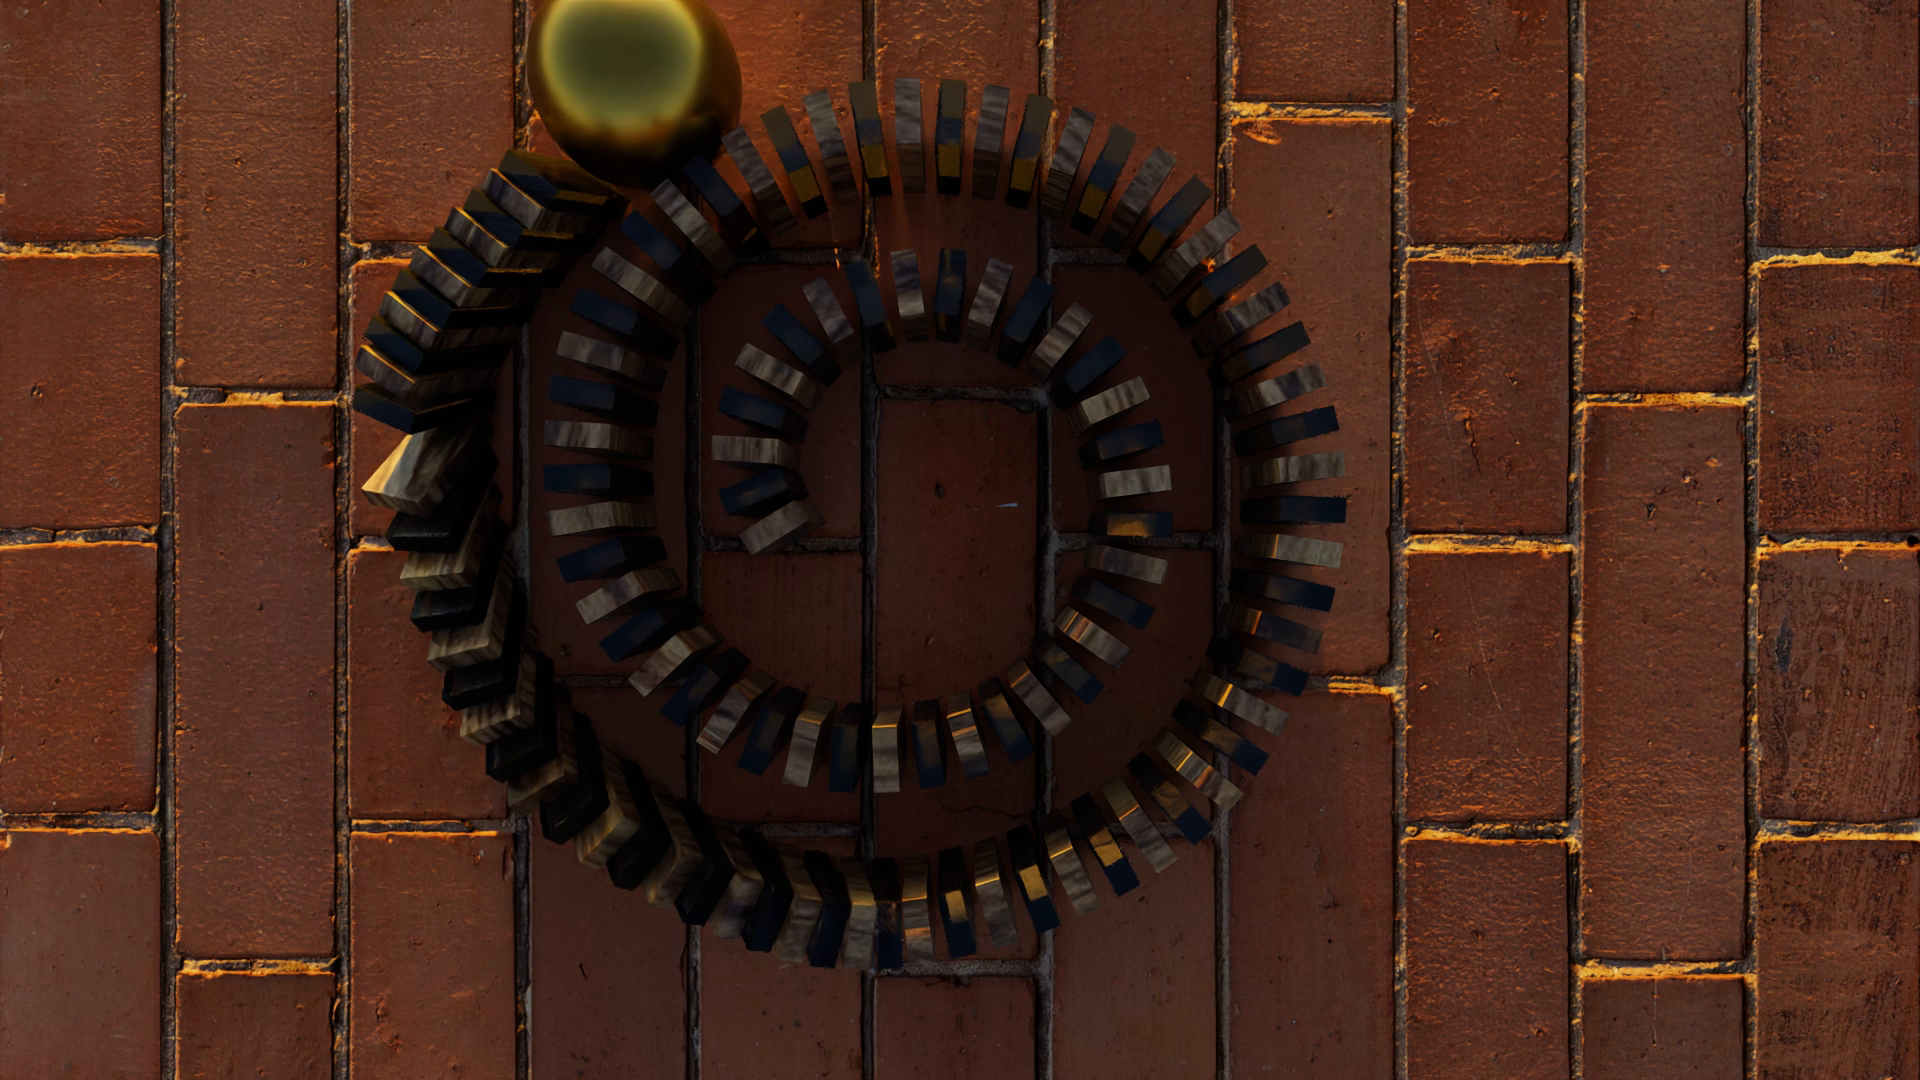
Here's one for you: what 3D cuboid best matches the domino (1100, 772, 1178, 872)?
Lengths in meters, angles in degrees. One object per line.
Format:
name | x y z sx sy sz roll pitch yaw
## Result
domino | 0.072 0.114 0.375 0.009 0.050 0.025 -36 90 0

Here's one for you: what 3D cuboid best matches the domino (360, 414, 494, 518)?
domino | -0.219 -0.033 0.380 0.025 0.010 0.050 12 52 6

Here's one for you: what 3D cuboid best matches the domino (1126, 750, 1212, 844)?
domino | 0.085 0.104 0.375 0.010 0.050 0.025 -42 90 0

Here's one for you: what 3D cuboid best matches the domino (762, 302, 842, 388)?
domino | -0.063 -0.078 0.375 0.025 0.050 0.009 44 90 0

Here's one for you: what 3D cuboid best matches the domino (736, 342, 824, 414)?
domino | -0.073 -0.065 0.375 0.025 0.050 0.010 29 90 0

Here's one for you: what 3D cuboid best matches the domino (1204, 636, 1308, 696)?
domino | 0.120 0.051 0.375 0.025 0.050 0.010 23 90 0

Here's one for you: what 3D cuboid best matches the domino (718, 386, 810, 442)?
domino | -0.079 -0.050 0.375 0.025 0.050 0.009 17 90 0

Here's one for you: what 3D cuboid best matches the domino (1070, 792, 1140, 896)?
domino | 0.058 0.123 0.375 0.009 0.050 0.025 -30 90 0

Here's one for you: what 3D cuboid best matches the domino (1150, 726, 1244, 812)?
domino | 0.096 0.093 0.375 0.025 0.050 0.009 39 90 0

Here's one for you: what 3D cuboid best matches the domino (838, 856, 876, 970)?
domino | -0.044 0.151 0.375 0.010 0.050 0.025 7 90 -13

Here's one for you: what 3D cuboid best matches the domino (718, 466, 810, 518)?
domino | -0.079 -0.019 0.375 0.025 0.050 0.009 -23 90 0

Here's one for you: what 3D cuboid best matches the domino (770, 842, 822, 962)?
domino | -0.071 0.147 0.375 0.009 0.050 0.025 20 90 -25

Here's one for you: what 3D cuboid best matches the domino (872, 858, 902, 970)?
domino | -0.030 0.151 0.375 0.009 0.050 0.025 0 90 -8

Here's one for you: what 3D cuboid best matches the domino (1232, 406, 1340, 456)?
domino | 0.132 -0.044 0.375 0.025 0.050 0.009 -14 90 0

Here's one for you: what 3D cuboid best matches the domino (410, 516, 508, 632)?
domino | -0.207 0.013 0.381 0.025 0.010 0.050 -8 51 0

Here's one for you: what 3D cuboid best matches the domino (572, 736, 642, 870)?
domino | -0.150 0.107 0.379 0.025 0.050 0.010 -45 135 0

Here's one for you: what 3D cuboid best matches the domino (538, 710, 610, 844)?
domino | -0.162 0.097 0.379 0.025 0.010 0.050 -38 46 0

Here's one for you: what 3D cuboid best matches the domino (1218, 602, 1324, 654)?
domino | 0.126 0.036 0.375 0.025 0.050 0.010 18 90 0

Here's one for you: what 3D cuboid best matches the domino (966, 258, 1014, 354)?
domino | 0.012 -0.095 0.375 0.010 0.050 0.025 21 90 0

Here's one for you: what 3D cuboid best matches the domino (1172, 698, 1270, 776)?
domino | 0.105 0.079 0.375 0.025 0.050 0.009 33 90 0

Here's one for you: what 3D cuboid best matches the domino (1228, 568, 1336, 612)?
domino | 0.130 0.020 0.375 0.025 0.050 0.009 14 90 0

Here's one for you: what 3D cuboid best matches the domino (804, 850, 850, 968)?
domino | -0.057 0.150 0.375 0.009 0.050 0.025 14 90 -19

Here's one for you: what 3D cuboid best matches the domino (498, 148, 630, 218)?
domino | -0.160 -0.145 0.375 0.025 0.050 0.009 38 110 0

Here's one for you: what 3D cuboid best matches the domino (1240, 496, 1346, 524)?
domino | 0.135 -0.012 0.375 0.025 0.050 0.009 2 90 0

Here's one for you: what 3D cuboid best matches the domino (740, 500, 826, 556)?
domino | -0.071 -0.005 0.375 0.025 0.050 0.009 -32 90 0

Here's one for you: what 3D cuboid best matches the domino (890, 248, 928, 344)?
domino | -0.020 -0.098 0.375 0.010 0.050 0.025 -8 90 0

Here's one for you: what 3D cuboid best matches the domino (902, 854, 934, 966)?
domino | -0.017 0.150 0.375 0.010 0.050 0.025 -7 90 -2

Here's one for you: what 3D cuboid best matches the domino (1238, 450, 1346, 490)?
domino | 0.135 -0.028 0.375 0.025 0.050 0.009 -6 90 0

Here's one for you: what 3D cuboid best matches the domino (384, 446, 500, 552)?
domino | -0.214 -0.018 0.380 0.025 0.010 0.050 1 51 1

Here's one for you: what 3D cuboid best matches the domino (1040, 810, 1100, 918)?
domino | 0.044 0.131 0.375 0.009 0.050 0.025 -26 90 0

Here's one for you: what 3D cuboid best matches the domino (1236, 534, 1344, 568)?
domino | 0.133 0.004 0.375 0.025 0.050 0.009 9 90 0

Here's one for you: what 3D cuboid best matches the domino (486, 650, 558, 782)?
domino | -0.182 0.072 0.380 0.025 0.010 0.050 -26 48 0

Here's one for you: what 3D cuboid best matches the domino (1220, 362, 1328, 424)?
domino | 0.127 -0.059 0.375 0.025 0.050 0.009 -20 90 0

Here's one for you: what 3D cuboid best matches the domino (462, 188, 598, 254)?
domino | -0.174 -0.130 0.375 0.025 0.050 0.010 38 110 0

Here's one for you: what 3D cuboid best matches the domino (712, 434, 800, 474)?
domino | -0.082 -0.035 0.375 0.025 0.050 0.009 4 90 0

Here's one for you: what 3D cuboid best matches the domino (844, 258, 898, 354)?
domino | -0.036 -0.095 0.375 0.009 0.050 0.025 -19 90 0

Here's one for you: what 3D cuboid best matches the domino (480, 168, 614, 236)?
domino | -0.167 -0.137 0.375 0.025 0.050 0.010 38 110 0

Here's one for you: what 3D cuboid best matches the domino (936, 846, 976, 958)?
domino | -0.001 0.147 0.375 0.009 0.050 0.025 -13 90 0

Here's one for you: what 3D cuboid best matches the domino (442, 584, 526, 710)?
domino | -0.197 0.044 0.380 0.025 0.010 0.050 -17 50 0

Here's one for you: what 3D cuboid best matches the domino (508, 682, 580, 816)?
domino | -0.173 0.085 0.380 0.025 0.009 0.050 -30 47 0

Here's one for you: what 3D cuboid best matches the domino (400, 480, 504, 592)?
domino | -0.210 -0.002 0.381 0.025 0.010 0.050 -6 51 0

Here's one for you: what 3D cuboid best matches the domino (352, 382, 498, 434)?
domino | -0.217 -0.058 0.375 0.025 0.050 0.009 24 111 1

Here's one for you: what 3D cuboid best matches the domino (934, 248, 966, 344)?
domino | -0.004 -0.099 0.375 0.009 0.050 0.025 7 90 0

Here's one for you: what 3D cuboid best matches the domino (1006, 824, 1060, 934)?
domino | 0.029 0.137 0.375 0.009 0.050 0.025 -22 90 0

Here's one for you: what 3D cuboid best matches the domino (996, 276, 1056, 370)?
domino | 0.026 -0.088 0.375 0.009 0.050 0.025 30 90 0

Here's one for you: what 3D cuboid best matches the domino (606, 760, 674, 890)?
domino | -0.137 0.117 0.379 0.025 0.050 0.010 -51 133 0

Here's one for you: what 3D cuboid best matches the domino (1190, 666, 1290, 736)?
domino | 0.113 0.065 0.375 0.025 0.050 0.009 27 90 0

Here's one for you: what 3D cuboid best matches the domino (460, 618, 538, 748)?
domino | -0.190 0.058 0.380 0.025 0.009 0.050 -20 49 0

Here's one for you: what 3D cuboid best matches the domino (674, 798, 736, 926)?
domino | -0.111 0.132 0.377 0.009 0.050 0.025 30 90 -38

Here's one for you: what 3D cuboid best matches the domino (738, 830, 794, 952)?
domino | -0.084 0.143 0.376 0.009 0.050 0.025 23 90 -30

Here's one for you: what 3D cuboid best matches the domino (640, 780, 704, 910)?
domino | -0.124 0.125 0.378 0.009 0.050 0.025 35 90 -41

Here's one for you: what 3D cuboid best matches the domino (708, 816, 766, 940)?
domino | -0.098 0.138 0.377 0.010 0.050 0.025 27 90 -34

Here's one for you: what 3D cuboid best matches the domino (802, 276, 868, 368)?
domino | -0.051 -0.088 0.375 0.010 0.050 0.025 -29 90 0

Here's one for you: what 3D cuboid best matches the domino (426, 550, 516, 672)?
domino | -0.202 0.029 0.380 0.025 0.009 0.050 -14 50 0

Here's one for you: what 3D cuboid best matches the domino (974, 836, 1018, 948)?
domino | 0.014 0.143 0.375 0.010 0.050 0.025 -17 90 0

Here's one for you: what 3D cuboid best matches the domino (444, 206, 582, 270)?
domino | -0.181 -0.123 0.375 0.025 0.050 0.009 38 110 0
